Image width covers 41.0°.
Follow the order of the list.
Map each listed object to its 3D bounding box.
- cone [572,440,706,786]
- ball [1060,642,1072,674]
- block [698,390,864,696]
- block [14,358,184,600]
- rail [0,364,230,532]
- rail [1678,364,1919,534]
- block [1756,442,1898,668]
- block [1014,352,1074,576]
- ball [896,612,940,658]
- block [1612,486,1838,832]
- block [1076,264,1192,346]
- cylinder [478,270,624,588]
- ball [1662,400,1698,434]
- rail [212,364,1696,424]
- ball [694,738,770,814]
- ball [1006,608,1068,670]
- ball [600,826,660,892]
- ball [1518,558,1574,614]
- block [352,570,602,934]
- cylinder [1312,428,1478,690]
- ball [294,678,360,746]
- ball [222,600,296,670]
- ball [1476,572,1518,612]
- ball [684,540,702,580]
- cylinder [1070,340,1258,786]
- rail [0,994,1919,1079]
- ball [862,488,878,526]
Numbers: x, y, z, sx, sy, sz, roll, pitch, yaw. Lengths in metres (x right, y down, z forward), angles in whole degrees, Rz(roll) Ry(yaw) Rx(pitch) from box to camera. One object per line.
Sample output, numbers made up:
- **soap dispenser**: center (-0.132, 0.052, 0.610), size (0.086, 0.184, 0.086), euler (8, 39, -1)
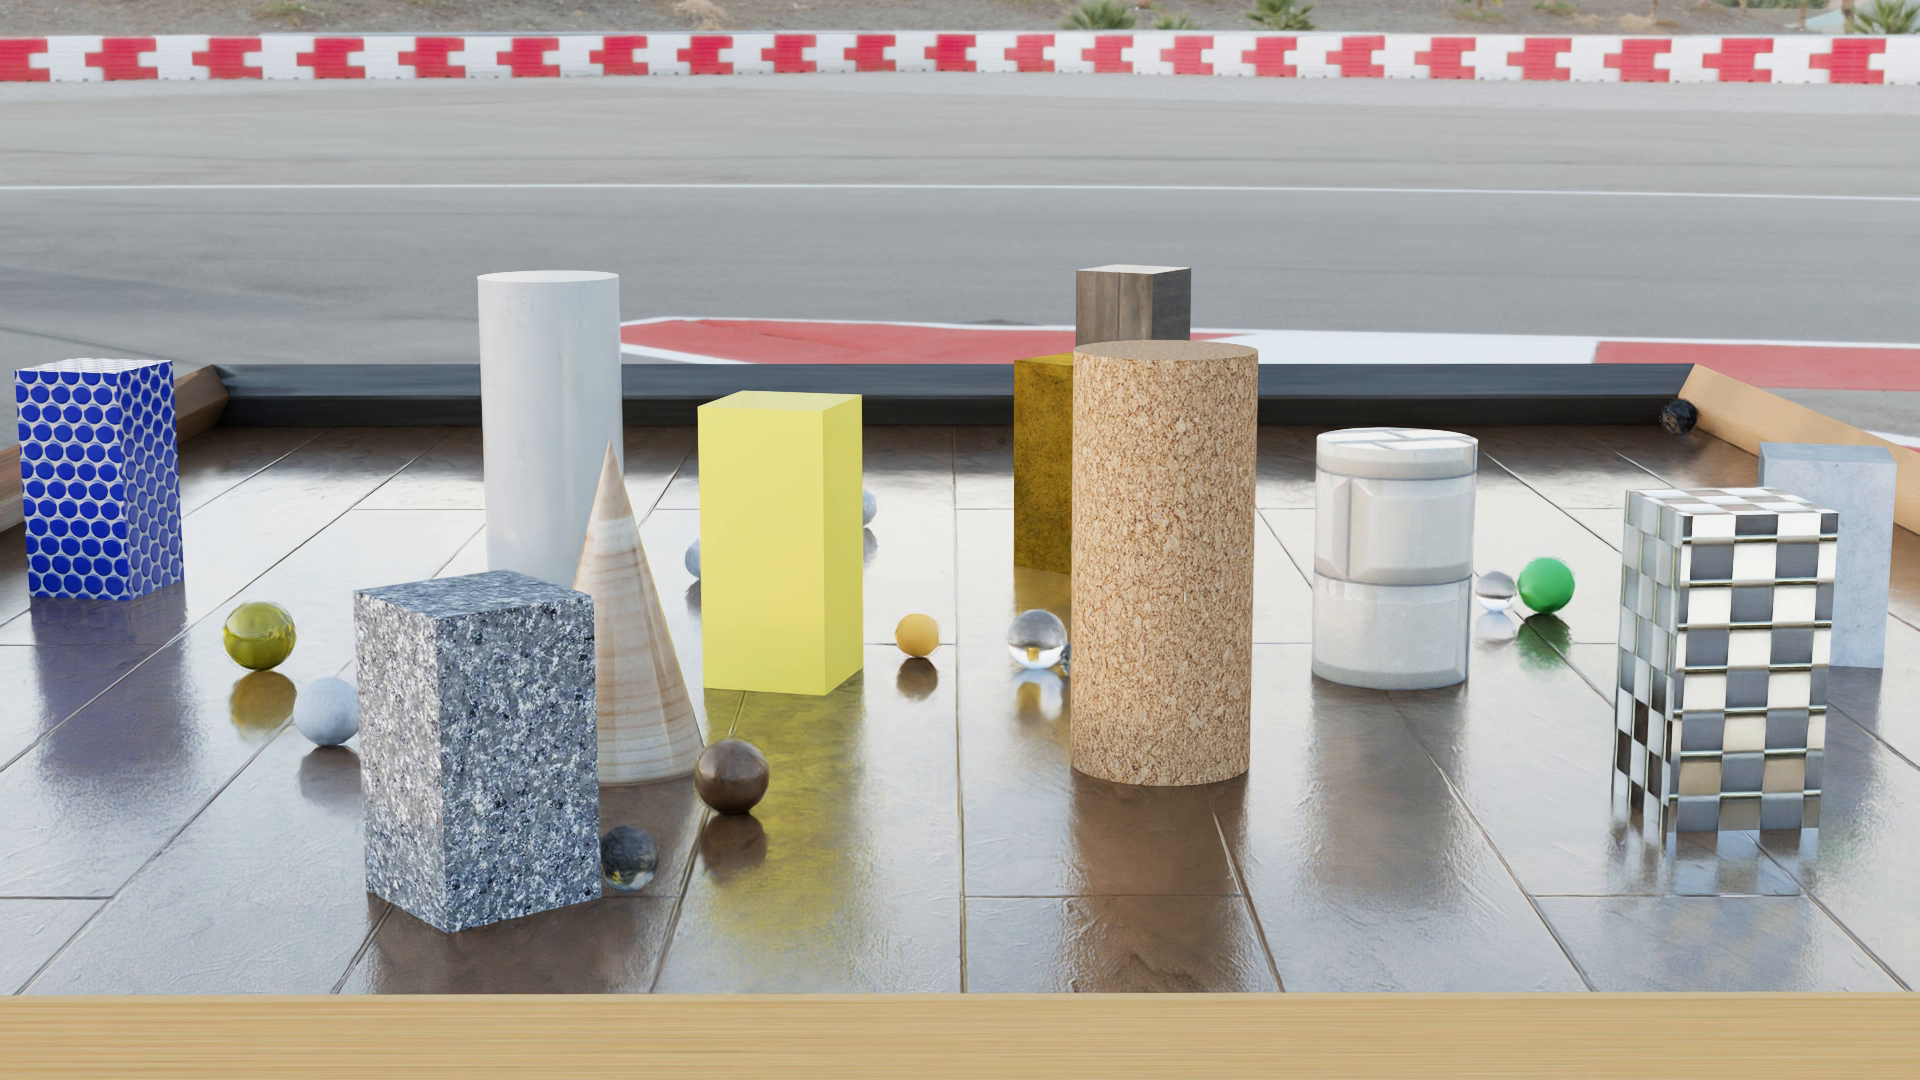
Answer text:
- **cone**: center (-0.360, 0.064, 2.672), size (0.189, 0.346, 0.189), euler (0, 11, 0)
- **ball**: center (0.140, 0.143, 3.078), size (0.043, 0.043, 0.043), euler (0, 11, 0)
- **block**: center (-0.210, 0.000, 3.048), size (0.151, 0.334, 0.151), euler (3, 11, 15)
- **block**: center (-1.196, -0.087, 3.574), size (0.151, 0.313, 0.151), euler (2, 11, 12)
- **rail**: center (-1.480, 0.033, 3.441), size (0.045, 0.123, 3.576), euler (0, 11, 0)
- **rail**: center (1.480, 0.030, 3.458), size (0.045, 0.123, 3.576), euler (0, 11, 0)
- **block**: center (1.070, 0.016, 3.191), size (0.151, 0.251, 0.151), euler (3, 11, 14)
- **block**: center (0.185, -0.113, 3.739), size (0.151, 0.302, 0.151), euler (9, 14, 40)
- **ball**: center (-0.053, 0.118, 3.178), size (0.056, 0.056, 0.056), euler (0, 11, 0)
- **block**: center (0.744, 0.114, 2.510), size (0.151, 0.308, 0.151), euler (-1, 11, -6)
- **block**: center (0.309, -0.303, 4.592), size (0.151, 0.364, 0.151), euler (6, 12, 31)
- **cylinder**: center (-0.554, -0.138, 3.497), size (0.189, 0.442, 0.189), euler (0, 11, 0)
- **ball**: center (1.424, -0.243, 5.076), size (0.068, 0.068, 0.068), euler (0, 11, 0)
- **rail**: center (-0.010, -0.292, 5.184), size (3.008, 0.123, 0.045), euler (0, 11, 0)
- **ball**: center (-0.224, 0.231, 2.518), size (0.074, 0.074, 0.074), euler (0, 11, 0)
- **ball**: center (0.094, 0.120, 3.114), size (0.073, 0.073, 0.073), euler (0, 11, 0)
- **ball**: center (-0.296, 0.283, 2.283), size (0.057, 0.057, 0.057), euler (0, 11, 0)
- **ball**: center (0.783, 0.061, 3.430), size (0.075, 0.075, 0.075), euler (0, 11, 0)
- **block**: center (-0.423, 0.180, 2.252), size (0.151, 0.272, 0.151), euler (-8, 14, -38)
- **cylinder**: center (0.521, 0.019, 3.082), size (0.189, 0.284, 0.189), euler (0, 11, 0)
- **ball**: center (-0.680, 0.185, 2.764), size (0.074, 0.074, 0.074), euler (0, 11, 0)
- **ball**: center (-0.848, 0.115, 3.106), size (0.086, 0.086, 0.086), euler (0, 11, 0)
- **ball**: center (0.719, 0.069, 3.438), size (0.055, 0.055, 0.055), euler (0, 11, 0)
- **ball**: center (-0.364, 0.027, 3.656), size (0.058, 0.058, 0.058), euler (0, 11, 0)
- **cylinder**: center (0.211, 0.019, 2.668), size (0.189, 0.436, 0.189), euler (0, 11, 0)
- **rail**: center (0.010, 0.355, 1.715), size (3.008, 0.123, 0.045), euler (0, 11, 0)
- **ball**: center (-0.162, -0.053, 4.072), size (0.063, 0.063, 0.063), euler (0, 11, 0)
